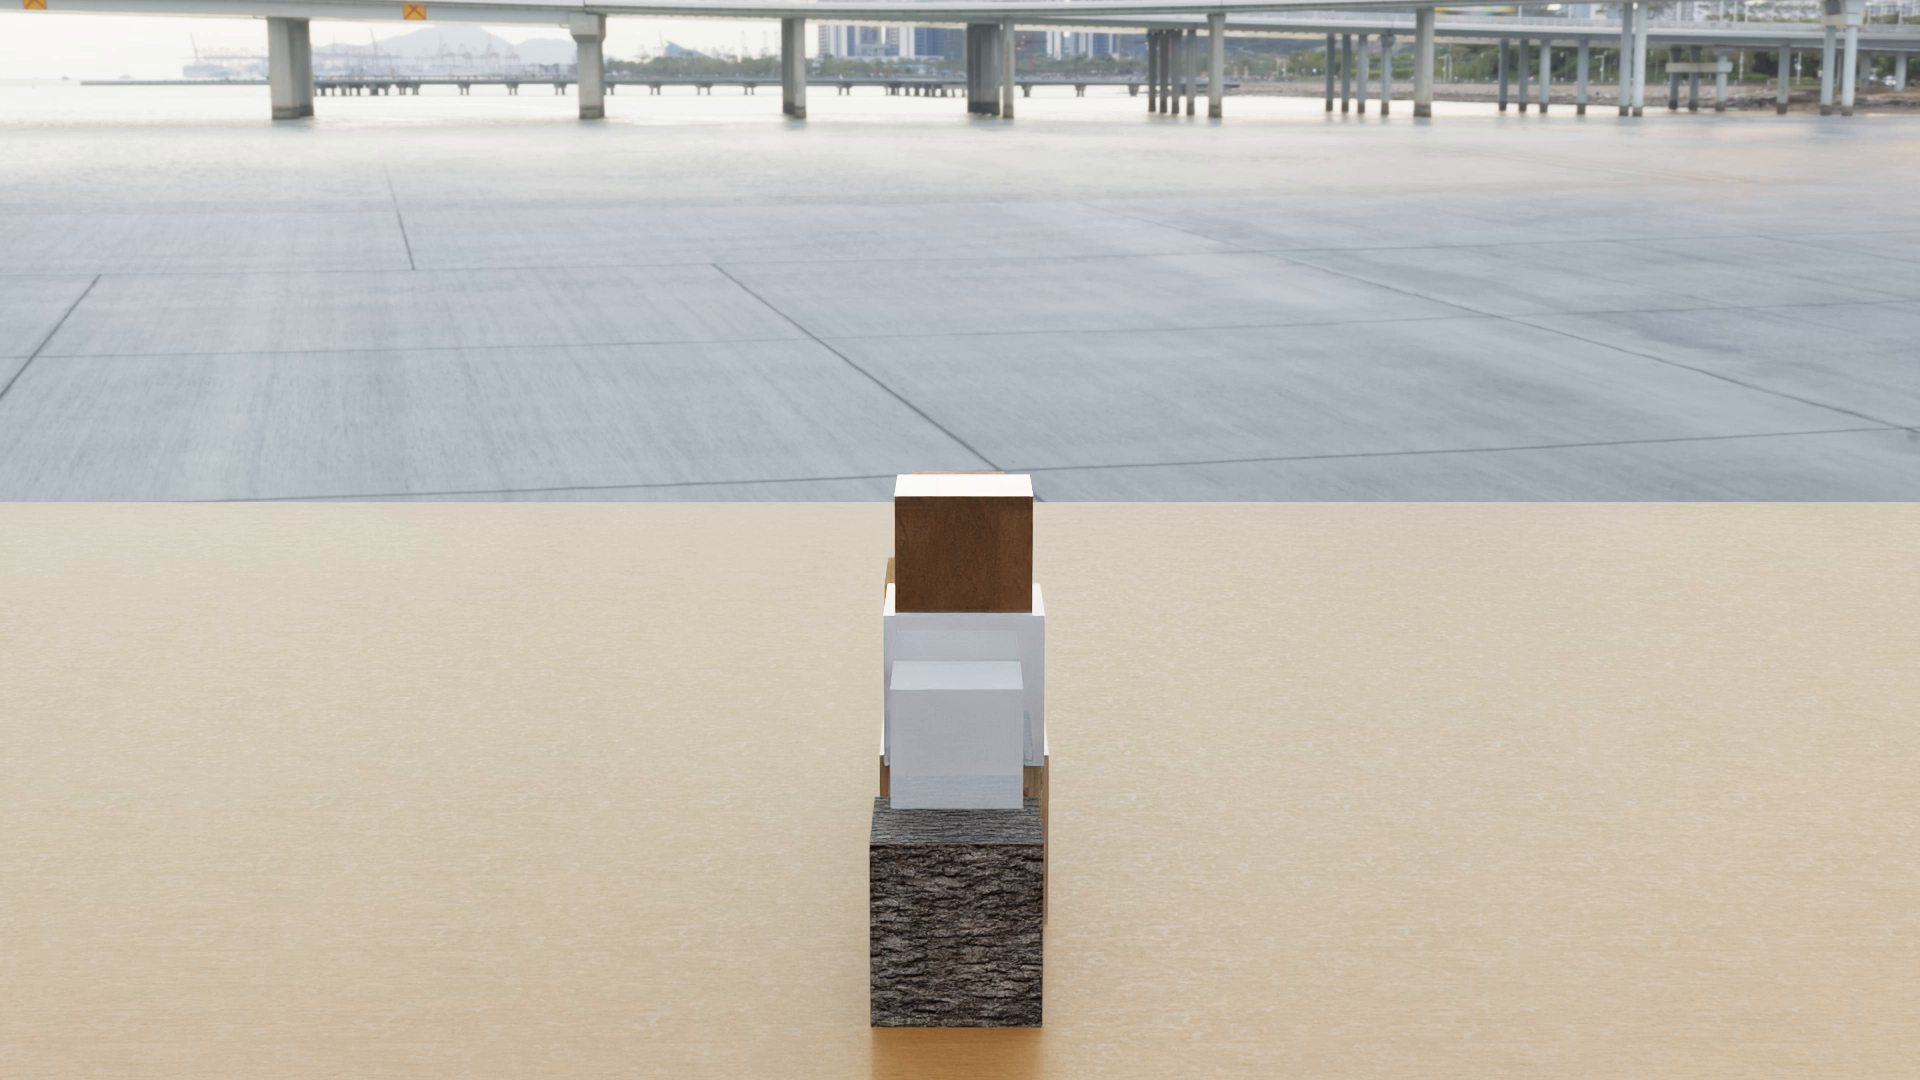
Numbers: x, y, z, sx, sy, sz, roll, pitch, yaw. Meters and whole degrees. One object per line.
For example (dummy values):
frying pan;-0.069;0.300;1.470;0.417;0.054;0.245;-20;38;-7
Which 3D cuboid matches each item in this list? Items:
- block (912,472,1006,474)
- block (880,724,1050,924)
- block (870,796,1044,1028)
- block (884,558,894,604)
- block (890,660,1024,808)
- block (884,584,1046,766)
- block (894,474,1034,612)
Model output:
block;-0.007;-0.045;11.471;0.421;0.463;0.452;0;10;0
block;0.017;1.185;11.000;0.701;0.733;0.697;0;10;0
block;-0.013;1.412;9.815;0.641;0.709;0.633;0;10;0
block;-0.015;0.441;11.811;0.644;0.615;0.657;0;10;0
block;-0.012;0.761;10.121;0.510;0.468;0.533;0;9;0
block;0.017;0.552;10.692;0.650;0.623;0.655;0;10;0
block;0.015;0.009;10.600;0.556;0.477;0.552;0;10;0
